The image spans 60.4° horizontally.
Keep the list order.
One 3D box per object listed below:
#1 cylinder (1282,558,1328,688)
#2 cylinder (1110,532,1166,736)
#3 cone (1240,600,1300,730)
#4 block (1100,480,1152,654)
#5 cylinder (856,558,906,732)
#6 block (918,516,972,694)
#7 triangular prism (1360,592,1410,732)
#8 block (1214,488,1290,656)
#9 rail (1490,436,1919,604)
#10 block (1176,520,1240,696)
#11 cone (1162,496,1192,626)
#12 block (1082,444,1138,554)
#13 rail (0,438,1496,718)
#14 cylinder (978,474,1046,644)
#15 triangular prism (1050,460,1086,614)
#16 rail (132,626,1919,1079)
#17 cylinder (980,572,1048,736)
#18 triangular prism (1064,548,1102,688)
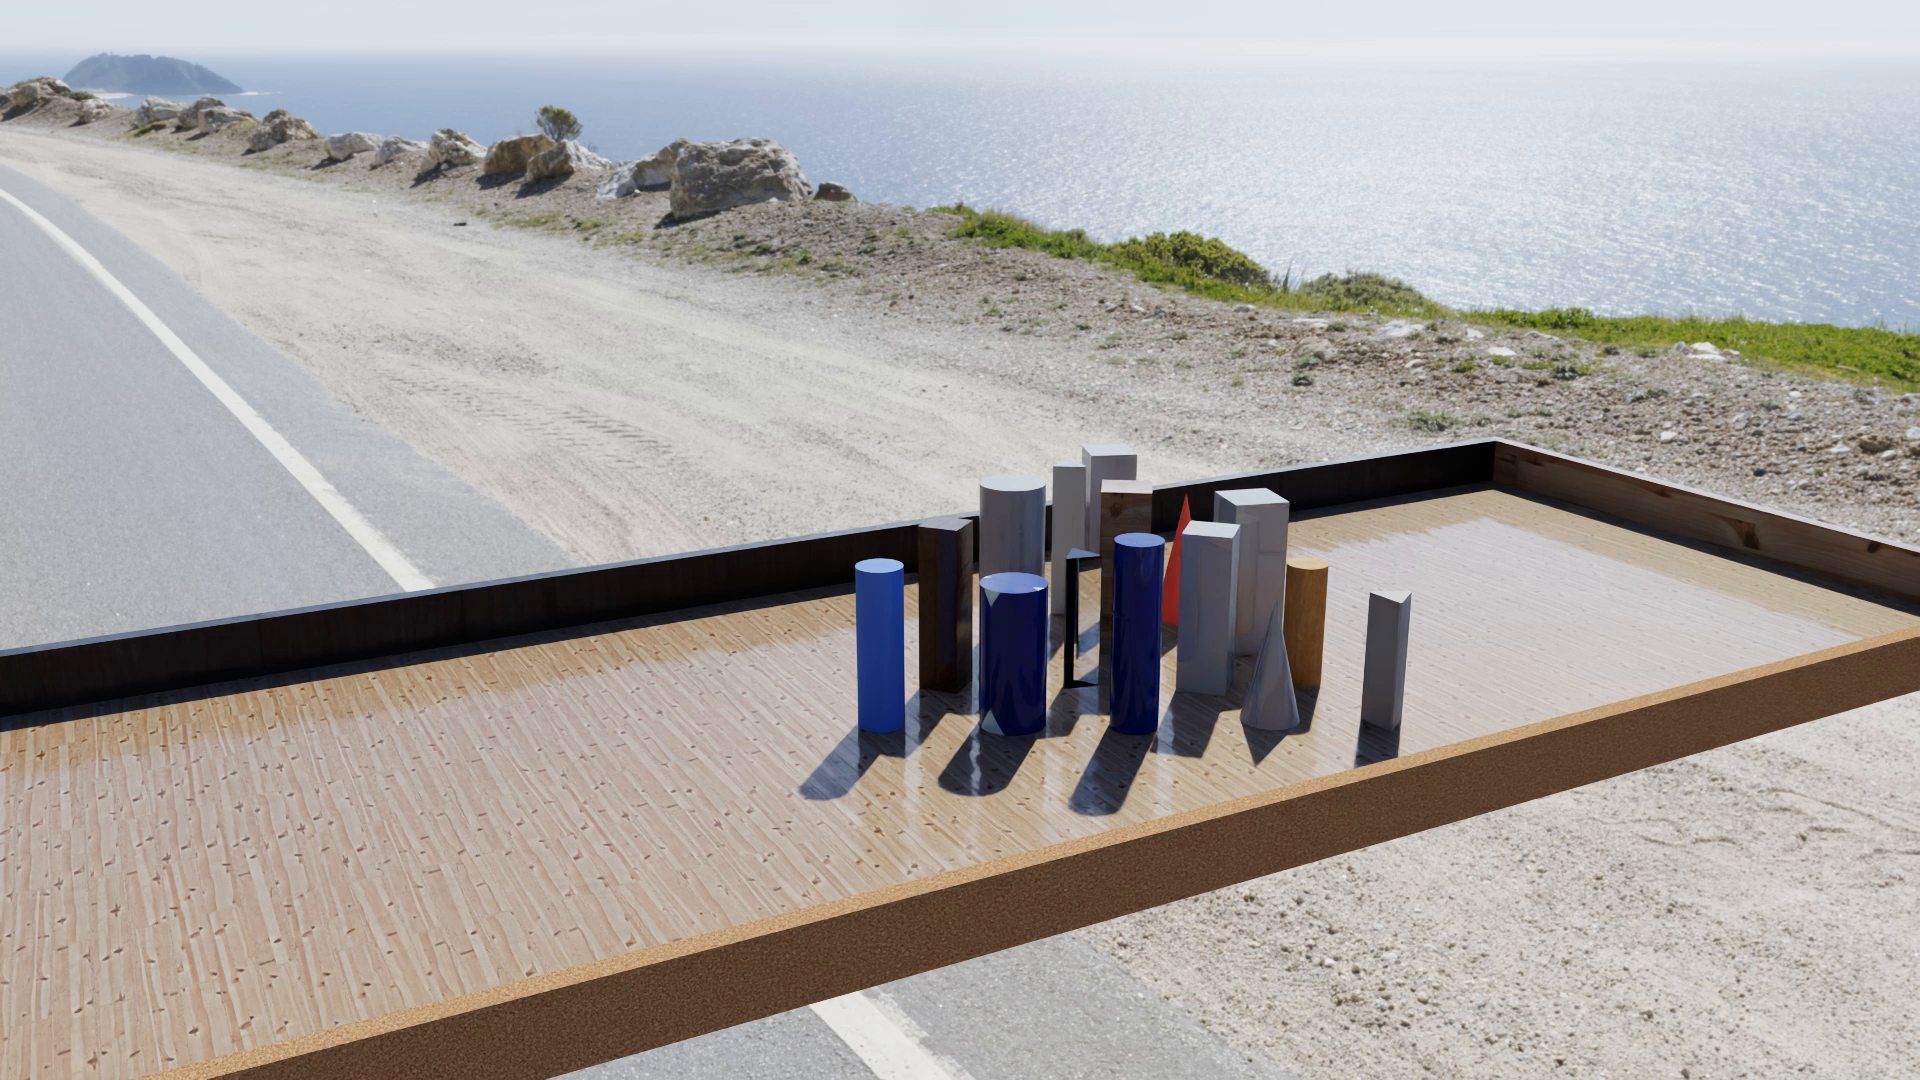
[{"bbox_3d":[0.855,0.206,4.100,0.101,0.311,0.101,0,16,0],"label":"cylinder"},{"bbox_3d":[0.408,0.218,3.808,0.115,0.455,0.115,0,16,0],"label":"cylinder"},{"bbox_3d":[0.734,0.277,3.870,0.141,0.305,0.141,0,16,0],"label":"cone"},{"bbox_3d":[0.432,0.072,4.330,0.130,0.439,0.130,2,16,6],"label":"block"},{"bbox_3d":[-0.185,0.245,3.830,0.111,0.389,0.111,0,16,0],"label":"cylinder"},{"bbox_3d":[-0.035,0.160,4.068,0.102,0.418,0.102,7,18,22],"label":"block"},{"bbox_3d":[1.012,0.276,3.854,0.084,0.316,0.097,-10,19,-31],"label":"triangular prism"},{"bbox_3d":[0.757,0.084,4.342,0.146,0.410,0.146,-4,17,-13],"label":"block"},{"bbox_3d":[2.466,-0.048,5.253,0.050,0.150,2.100,-9,18,-27],"label":"rail"},{"bbox_3d":[0.612,0.167,4.069,0.123,0.404,0.123,5,17,17],"label":"block"},{"bbox_3d":[0.620,0.042,4.571,0.150,0.360,0.150,0,16,0],"label":"cone"},{"bbox_3d":[0.431,-0.060,4.818,0.133,0.417,0.133,-2,17,-7],"label":"block"},{"bbox_3d":[-3.305,0.497,3.399,12.000,0.150,0.050,-9,18,-27],"label":"rail"},{"bbox_3d":[0.137,0.064,4.352,0.174,0.443,0.174,0,16,0],"label":"cylinder"},{"bbox_3d":[0.303,-0.008,4.623,0.090,0.428,0.078,1,16,4],"label":"triangular prism"},{"bbox_3d":[-2.336,1.006,1.665,12.000,0.150,0.050,-9,18,-27],"label":"rail"},{"bbox_3d":[0.124,0.264,3.840,0.158,0.347,0.158,0,16,0],"label":"cylinder"},{"bbox_3d":[0.291,0.193,4.098,0.093,0.339,0.080,-5,17,-16],"label":"triangular prism"}]
